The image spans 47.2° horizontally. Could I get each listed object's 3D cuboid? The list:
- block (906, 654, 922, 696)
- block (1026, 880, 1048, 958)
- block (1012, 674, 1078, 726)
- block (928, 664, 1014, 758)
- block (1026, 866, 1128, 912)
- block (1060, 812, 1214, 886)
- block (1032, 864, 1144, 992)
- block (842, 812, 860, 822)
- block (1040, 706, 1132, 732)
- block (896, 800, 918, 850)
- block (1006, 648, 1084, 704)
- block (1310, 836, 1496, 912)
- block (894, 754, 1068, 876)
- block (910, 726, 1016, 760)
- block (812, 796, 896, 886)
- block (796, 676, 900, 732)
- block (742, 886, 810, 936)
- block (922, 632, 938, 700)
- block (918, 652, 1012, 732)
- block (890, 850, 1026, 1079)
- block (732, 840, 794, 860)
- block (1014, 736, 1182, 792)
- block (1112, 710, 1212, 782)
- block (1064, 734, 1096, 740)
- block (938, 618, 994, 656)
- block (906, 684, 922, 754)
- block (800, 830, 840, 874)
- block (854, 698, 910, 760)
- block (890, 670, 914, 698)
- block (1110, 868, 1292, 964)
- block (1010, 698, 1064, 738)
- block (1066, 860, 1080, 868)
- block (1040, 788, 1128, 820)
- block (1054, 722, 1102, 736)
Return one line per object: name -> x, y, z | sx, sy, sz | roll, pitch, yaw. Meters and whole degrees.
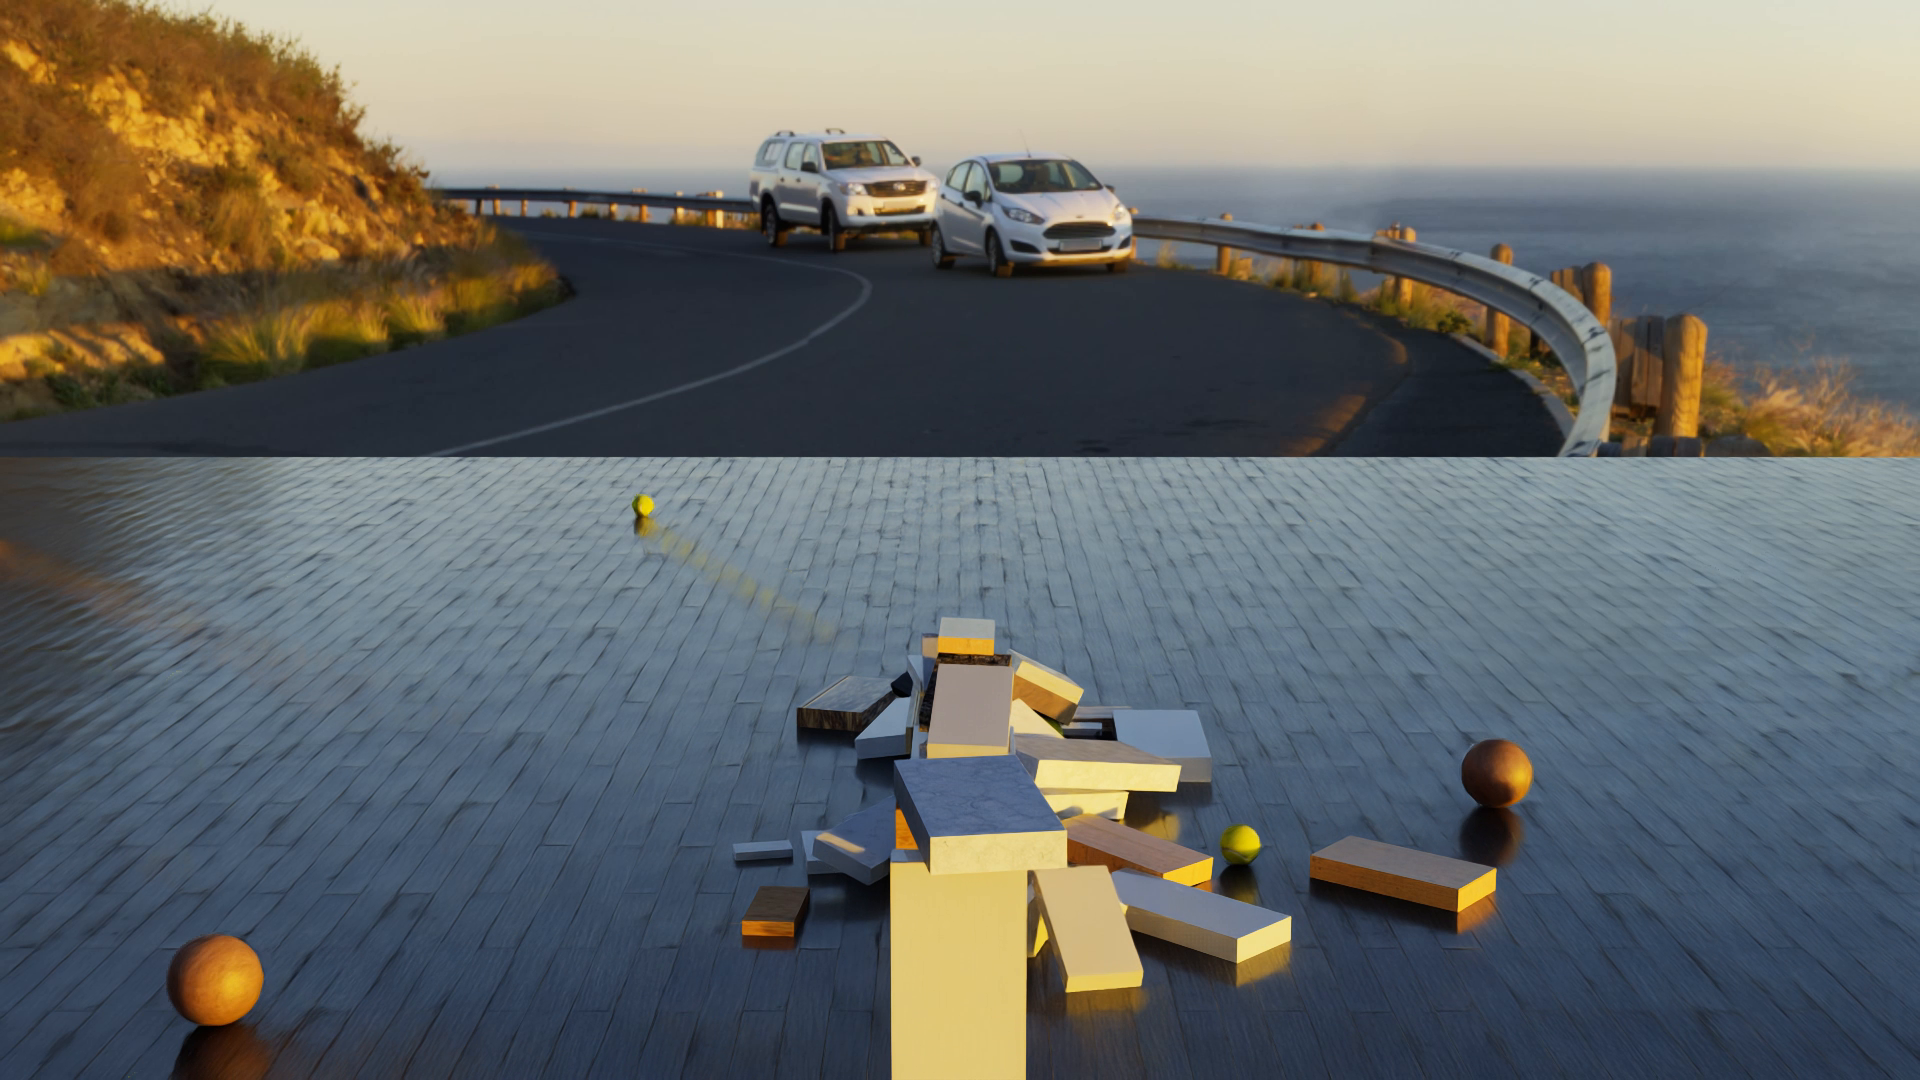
block -> -0.033, 0.224, 3.673 | 0.089, 0.025, 0.177 | -2, 11, -9
block -> 0.121, 0.587, 3.454 | 0.023, 0.082, 0.165 | -6, 9, 17
block -> 0.119, 0.318, 4.632 | 0.168, 0.048, 0.337 | 26, -5, -13
block -> 0.017, 0.258, 3.269 | 0.115, 0.033, 0.230 | 2, 27, 3
block -> 0.163, 0.568, 3.598 | 0.019, 0.068, 0.376 | 26, -2, -26
block -> 0.281, 0.537, 3.777 | 0.275, 0.039, 0.138 | 15, 15, 41
block -> 0.192, 0.588, 3.342 | 0.115, 0.033, 0.230 | -2, 35, -12
block -> -0.076, 0.512, 3.904 | 0.246, 0.035, 0.123 | -8, 29, -37
block -> 0.274, 0.383, 4.709 | 0.196, 0.028, 0.098 | 0, 11, -2
block -> -0.002, 0.528, 3.056 | 0.172, 0.345, 0.049 | 0, 10, 0
block -> 0.178, 0.301, 4.829 | 0.147, 0.042, 0.294 | 26, 0, -5
block -> 0.747, 0.562, 3.715 | 0.275, 0.039, 0.138 | 8, 13, 38
block -> 0.021, 0.358, 2.899 | 0.172, 0.049, 0.345 | -2, 11, -9
block -> 0.005, 0.336, 3.239 | 0.153, 0.043, 0.307 | 0, 11, 0
block -> -0.129, 0.512, 3.792 | 0.123, 0.035, 0.246 | 24, 26, 29
block -> -0.236, 0.356, 4.814 | 0.147, 0.042, 0.294 | 3, 11, 17
block -> -0.296, 0.599, 3.556 | 0.082, 0.023, 0.165 | 1, 11, 5
block -> -0.017, 0.209, 3.593 | 0.089, 0.025, 0.177 | 2, 29, -3
block -> 0.010, 0.236, 3.409 | 0.115, 0.033, 0.230 | 4, 22, 6
block -> -0.002, 0.571, 2.830 | 0.172, 0.345, 0.049 | 0, 11, 0
block -> -0.347, 0.546, 3.868 | 0.101, 0.014, 0.050 | -2, 11, -12
block -> 0.223, 0.418, 4.120 | 0.355, 0.050, 0.177 | 7, 7, -38
block -> 0.406, 0.416, 4.470 | 0.177, 0.050, 0.355 | 0, 11, 1
block -> 0.252, 0.414, 4.576 | 0.050, 0.014, 0.101 | -2, 11, -10
block -> 0.011, 0.156, 3.579 | 0.089, 0.025, 0.177 | 3, 8, 1
block -> -0.005, 0.283, 3.545 | 0.152, 0.043, 0.303 | 0, 11, 1
block -> -0.232, 0.545, 3.849 | 0.082, 0.023, 0.165 | -1, 11, -8
block -> -0.102, 0.383, 4.567 | 0.147, 0.042, 0.294 | -8, 10, 17
block -> -0.054, 0.330, 4.788 | 0.098, 0.028, 0.196 | -37, 37, -23
block -> 0.351, 0.597, 3.522 | 0.337, 0.039, 0.138 | 10, 15, 43
block -> 0.086, 0.414, 4.249 | 0.168, 0.048, 0.337 | 41, 26, 17
block -> 0.190, 0.565, 3.757 | 0.060, 0.017, 0.120 | 3, 11, 13
block -> 0.112, 0.461, 3.981 | 0.177, 0.050, 0.393 | 16, 7, 42
block -> 0.246, 0.395, 4.602 | 0.101, 0.014, 0.050 | 1, 11, 5
